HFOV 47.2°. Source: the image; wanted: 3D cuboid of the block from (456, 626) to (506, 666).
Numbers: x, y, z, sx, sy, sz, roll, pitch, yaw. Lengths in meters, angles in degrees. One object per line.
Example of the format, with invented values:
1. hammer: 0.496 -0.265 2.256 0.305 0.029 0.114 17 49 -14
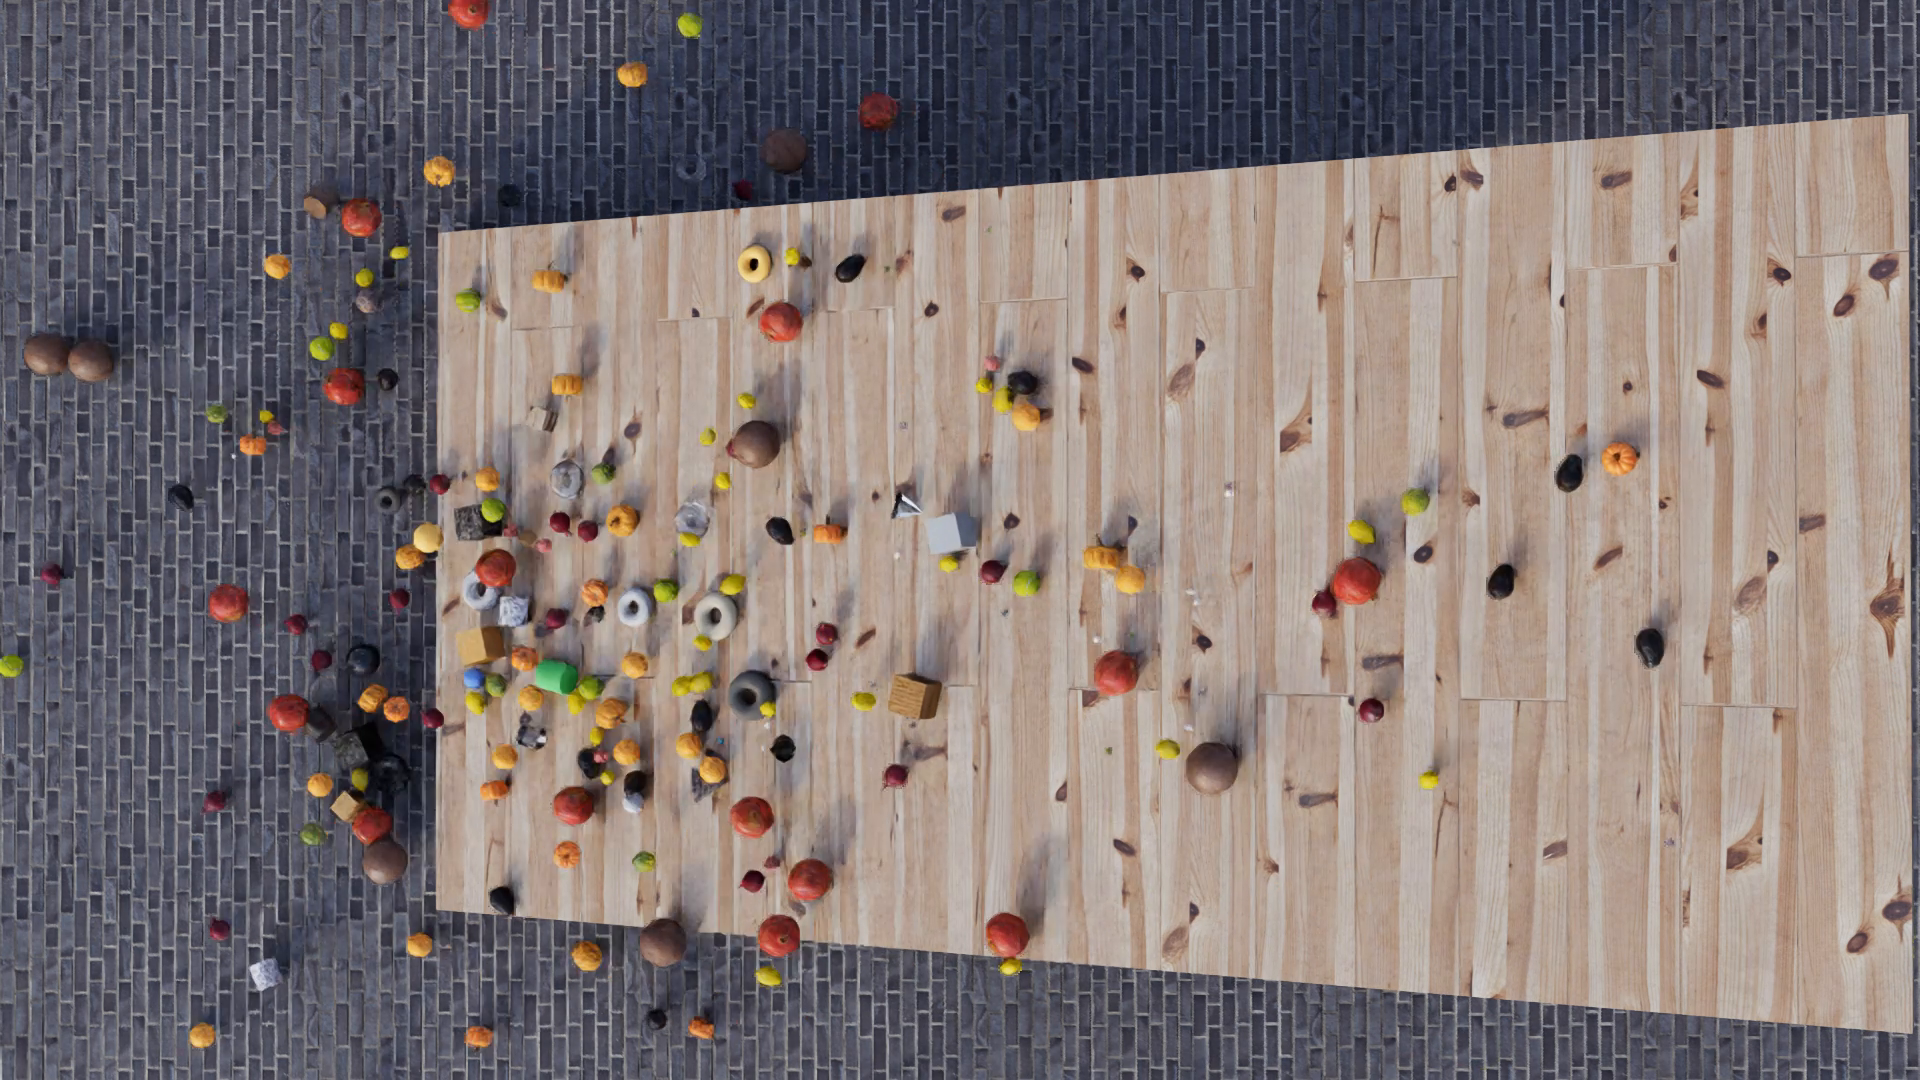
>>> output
1. block: -1.387 0.308 6.370 0.092 0.092 0.092 -17 82 24

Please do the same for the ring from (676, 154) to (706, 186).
1. ring: -0.805 -1.108 6.587 0.093 0.031 0.093 0 91 0

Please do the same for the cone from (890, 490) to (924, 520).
1. cone: -0.135 -0.082 5.809 0.081 0.081 0.081 15 89 -2

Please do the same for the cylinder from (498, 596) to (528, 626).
1. cylinder: -1.284 0.204 6.326 0.082 0.082 0.082 4 91 0

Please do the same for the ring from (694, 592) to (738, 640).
1. ring: -0.672 0.208 6.056 0.136 0.045 0.136 -1 88 29

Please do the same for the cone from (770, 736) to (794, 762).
1. cone: -0.496 0.567 5.954 0.072 0.072 0.072 0 89 25

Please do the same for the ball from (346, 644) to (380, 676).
1. ball: -1.773 0.357 6.536 0.099 0.099 0.099 0 89 0

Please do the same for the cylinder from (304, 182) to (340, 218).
1. cylinder: -1.899 -1.010 6.539 0.076 0.076 0.076 23 50 0

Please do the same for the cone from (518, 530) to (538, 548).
1. cone: -1.256 -0.004 6.331 0.056 0.056 0.056 0 89 25

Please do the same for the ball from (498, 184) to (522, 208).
1. ball: -1.346 -1.028 6.567 0.070 0.070 0.070 0 89 0

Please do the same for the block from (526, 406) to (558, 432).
1. block: -1.198 -0.348 6.306 0.057 0.057 0.057 22 99 24

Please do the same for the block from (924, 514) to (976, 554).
1. block: -0.025 -0.015 5.727 0.090 0.090 0.090 -14 83 25

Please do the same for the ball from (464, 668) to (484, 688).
1. ball: -1.414 0.402 6.398 0.062 0.062 0.062 0 89 0

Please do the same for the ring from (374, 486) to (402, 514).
1. ring: -1.708 -0.118 6.569 0.087 0.029 0.087 2 99 15

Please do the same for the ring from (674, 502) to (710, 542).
1. ring: -0.744 -0.050 6.099 0.108 0.036 0.108 0 90 26

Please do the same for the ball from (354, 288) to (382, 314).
1. ball: -1.765 -0.715 6.560 0.077 0.077 0.077 0 89 0

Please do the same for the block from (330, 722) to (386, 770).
1. block: -1.783 0.610 6.517 0.097 0.097 0.097 -21 95 19

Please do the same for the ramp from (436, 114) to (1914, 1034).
1. ramp: 0.281 0.081 5.685 4.000 0.100 2.000 0 89 25

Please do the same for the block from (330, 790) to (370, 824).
1. block: -1.812 0.794 6.537 0.067 0.067 0.067 37 89 24

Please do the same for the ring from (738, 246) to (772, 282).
1. ring: -0.563 -0.756 6.022 0.101 0.034 0.101 -1 87 26

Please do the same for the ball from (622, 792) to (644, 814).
1. ball: -0.915 0.735 6.158 0.059 0.059 0.059 0 89 0

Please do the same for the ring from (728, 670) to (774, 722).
1. ring: -0.570 0.427 6.006 0.139 0.046 0.139 0 89 24

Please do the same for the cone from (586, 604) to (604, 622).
1. cone: -1.043 0.208 6.229 0.053 0.053 0.053 0 89 25

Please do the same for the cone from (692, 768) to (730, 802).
1. cone: -0.684 0.669 6.058 0.099 0.099 0.099 -7 89 -1

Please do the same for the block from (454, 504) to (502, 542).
1. block: -1.397 -0.051 6.379 0.092 0.092 0.092 -11 85 25

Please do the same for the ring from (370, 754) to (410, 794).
1. ring: -1.698 0.697 6.551 0.123 0.041 0.123 2 96 14

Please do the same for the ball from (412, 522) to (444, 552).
1. ball: -1.528 -0.006 6.319 0.086 0.086 0.086 0 89 0

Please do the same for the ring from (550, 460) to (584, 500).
1. ring: -1.122 -0.172 6.280 0.112 0.037 0.112 -1 89 27

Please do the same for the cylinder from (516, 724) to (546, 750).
1. cylinder: -1.229 0.566 6.309 0.060 0.060 0.060 13 89 25

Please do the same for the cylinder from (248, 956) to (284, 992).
1. cylinder: -2.060 1.289 6.531 0.080 0.080 0.080 -24 92 0

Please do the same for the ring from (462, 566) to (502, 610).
1. ring: -1.391 0.141 6.401 0.131 0.044 0.131 -1 87 25

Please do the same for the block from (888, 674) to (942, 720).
1. block: -0.119 0.410 5.763 0.096 0.096 0.096 15 96 25

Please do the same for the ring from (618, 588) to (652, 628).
1. ring: -0.914 0.189 6.177 0.111 0.037 0.111 -1 87 26
